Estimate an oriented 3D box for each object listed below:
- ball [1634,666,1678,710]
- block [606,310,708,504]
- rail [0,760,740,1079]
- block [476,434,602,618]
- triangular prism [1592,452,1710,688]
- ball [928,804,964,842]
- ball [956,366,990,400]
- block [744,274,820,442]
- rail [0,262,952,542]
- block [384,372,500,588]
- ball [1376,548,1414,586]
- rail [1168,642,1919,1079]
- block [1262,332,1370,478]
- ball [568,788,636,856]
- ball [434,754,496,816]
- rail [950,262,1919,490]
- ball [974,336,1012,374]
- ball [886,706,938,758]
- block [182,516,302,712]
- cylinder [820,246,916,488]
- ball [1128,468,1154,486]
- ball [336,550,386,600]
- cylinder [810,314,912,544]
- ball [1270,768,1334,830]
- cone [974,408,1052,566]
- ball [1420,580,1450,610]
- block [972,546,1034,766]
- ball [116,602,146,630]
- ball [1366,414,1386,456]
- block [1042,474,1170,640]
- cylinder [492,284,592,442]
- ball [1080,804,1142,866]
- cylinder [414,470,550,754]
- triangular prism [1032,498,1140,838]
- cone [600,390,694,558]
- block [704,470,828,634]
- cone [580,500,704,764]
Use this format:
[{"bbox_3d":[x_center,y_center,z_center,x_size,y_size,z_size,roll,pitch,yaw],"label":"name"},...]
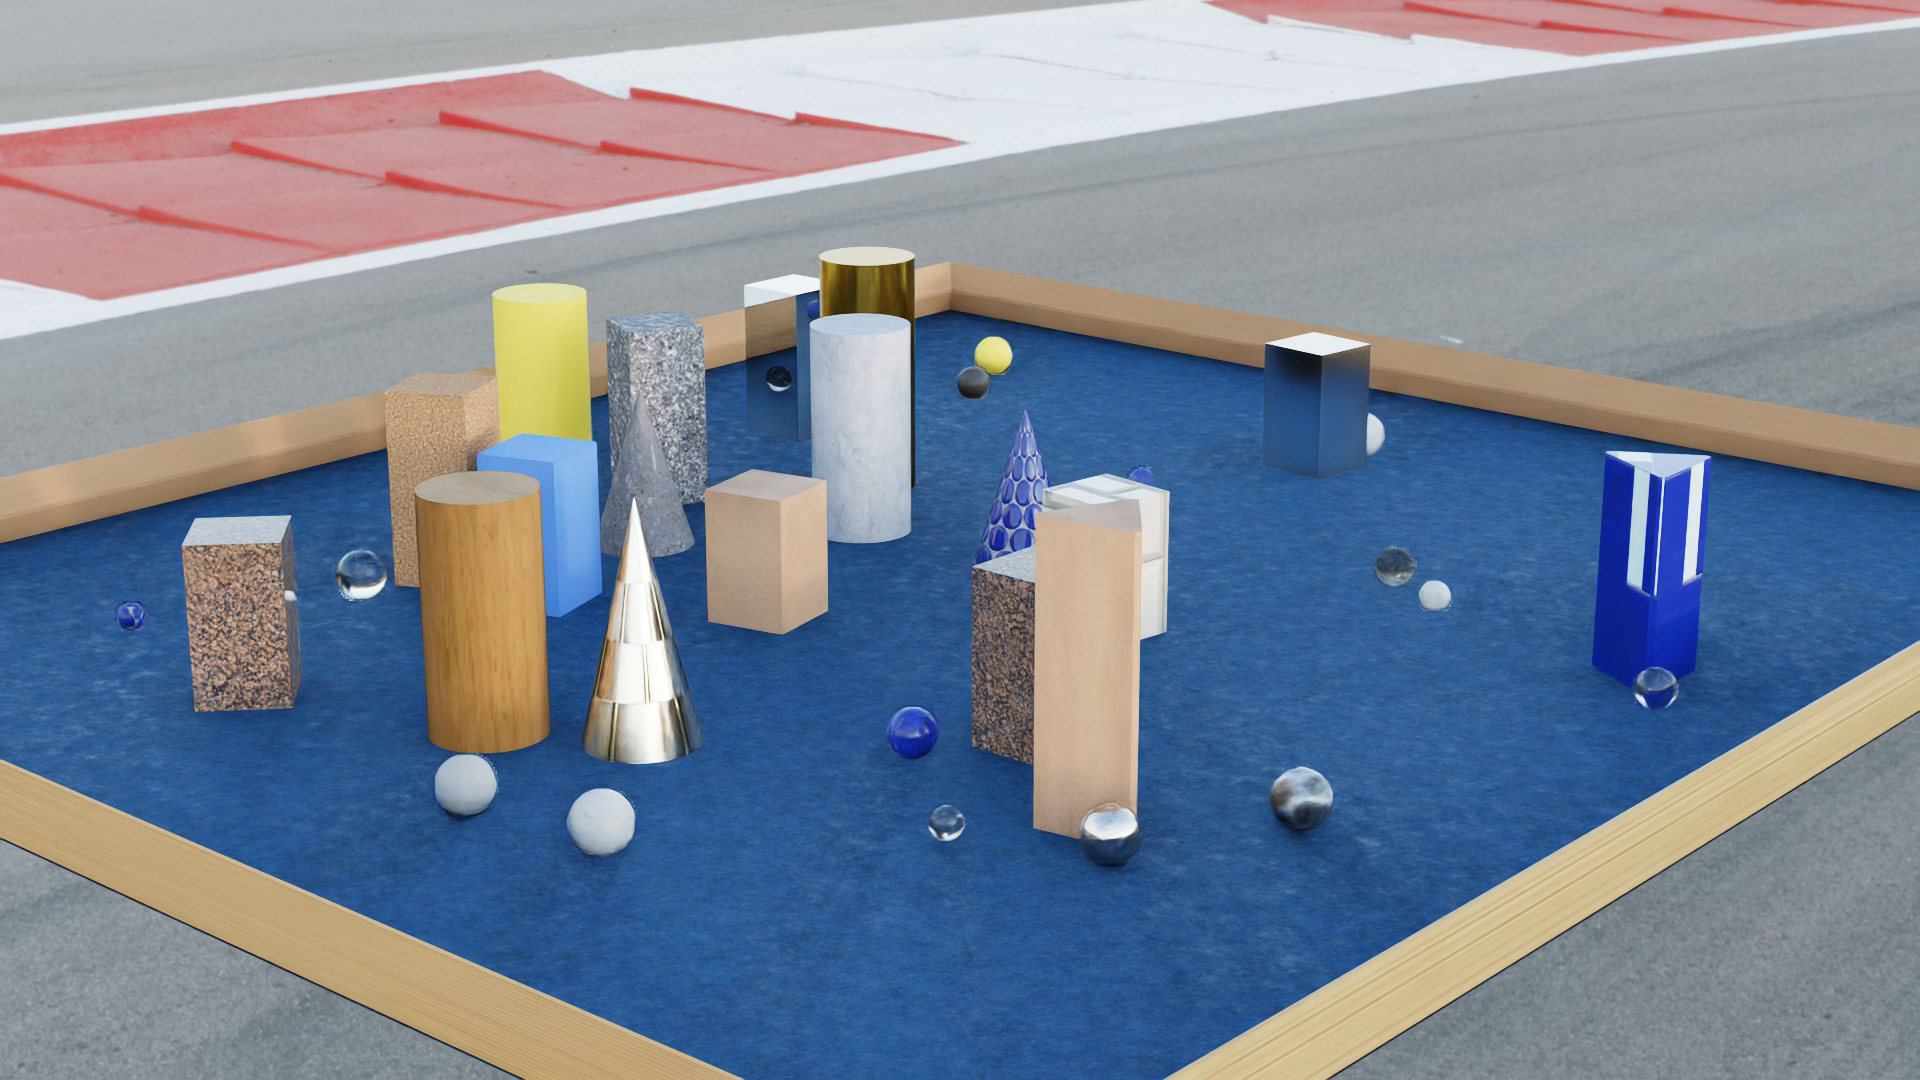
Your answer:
[{"bbox_3d":[1.081,0.230,4.555,0.068,0.068,0.068,0,17,0],"label":"ball"},{"bbox_3d":[-0.585,-0.252,5.665,0.148,0.347,0.148,-7,18,-22],"label":"block"},{"bbox_3d":[-1.113,0.401,3.894,3.055,0.121,0.045,14,22,39],"label":"rail"},{"bbox_3d":[-0.723,-0.027,5.050,0.148,0.273,0.148,7,18,21],"label":"block"},{"bbox_3d":[1.082,0.043,4.673,0.139,0.357,0.161,14,22,38],"label":"triangular prism"},{"bbox_3d":[-0.018,0.391,4.054,0.050,0.050,0.050,0,17,0],"label":"ball"},{"bbox_3d":[0.029,-0.346,6.449,0.073,0.073,0.073,0,17,0],"label":"ball"},{"bbox_3d":[-0.345,-0.383,6.158,0.148,0.313,0.148,14,22,38],"label":"block"},{"bbox_3d":[-1.136,-0.255,6.065,0.045,0.121,3.443,14,22,39],"label":"rail"},{"bbox_3d":[-0.905,-0.104,5.168,0.148,0.352,0.148,4,17,14],"label":"block"},{"bbox_3d":[0.765,0.047,5.158,0.069,0.069,0.069,0,17,0],"label":"ball"},{"bbox_3d":[1.136,0.316,4.177,0.045,0.121,3.443,14,22,39],"label":"rail"},{"bbox_3d":[0.716,-0.272,5.899,0.148,0.251,0.148,-15,22,-40],"label":"block"},{"bbox_3d":[-0.489,0.385,4.000,0.093,0.093,0.093,0,17,0],"label":"ball"},{"bbox_3d":[-0.698,0.346,4.139,0.088,0.088,0.088,0,17,0],"label":"ball"},{"bbox_3d":[1.113,-0.341,6.348,3.055,0.121,0.045,14,22,39],"label":"rail"},{"bbox_3d":[0.076,-0.420,6.673,0.086,0.086,0.086,0,17,0],"label":"ball"},{"bbox_3d":[-0.071,0.286,4.353,0.078,0.078,0.078,0,17,0],"label":"ball"},{"bbox_3d":[-1.122,0.114,4.590,0.148,0.270,0.148,-2,17,-6],"label":"block"},{"bbox_3d":[-0.180,-0.331,5.737,0.186,0.457,0.186,0,17,0],"label":"cylinder"},{"bbox_3d":[0.354,-0.117,5.736,0.049,0.049,0.049,0,17,0],"label":"ball"},{"bbox_3d":[-1.038,0.060,5.084,0.087,0.087,0.087,0,17,0],"label":"ball"},{"bbox_3d":[-0.184,-0.209,5.444,0.186,0.392,0.186,0,17,0],"label":"cylinder"},{"bbox_3d":[0.477,0.361,4.088,0.088,0.088,0.088,0,17,0],"label":"ball"},{"bbox_3d":[0.116,-0.098,5.260,0.186,0.288,0.186,0,17,0],"label":"cone"},{"bbox_3d":[0.814,0.095,5.027,0.053,0.053,0.053,0,17,0],"label":"ball"},{"bbox_3d":[0.123,0.173,4.373,0.148,0.283,0.148,14,22,39],"label":"block"},{"bbox_3d":[-1.393,0.128,4.926,0.048,0.048,0.048,0,17,0],"label":"ball"},{"bbox_3d":[0.822,-0.215,5.984,0.092,0.092,0.092,0,17,0],"label":"ball"},{"bbox_3d":[0.242,0.035,4.893,0.148,0.245,0.148,-14,22,-39],"label":"block"},{"bbox_3d":[-0.834,-0.319,5.868,0.186,0.358,0.186,0,17,0],"label":"cylinder"},{"bbox_3d":[0.205,0.398,3.971,0.084,0.084,0.084,0,17,0],"label":"ball"},{"bbox_3d":[-0.717,0.107,4.411,0.186,0.387,0.186,0,17,0],"label":"cylinder"},{"bbox_3d":[0.207,0.179,4.054,0.161,0.456,0.139,10,20,31],"label":"triangular prism"},{"bbox_3d":[-0.583,-0.136,5.371,0.186,0.295,0.186,0,17,0],"label":"cone"},{"bbox_3d":[-0.327,0.018,4.970,0.148,0.232,0.148,9,19,27],"label":"block"},{"bbox_3d":[-0.480,0.120,4.371,0.186,0.385,0.186,0,17,0],"label":"cone"}]
